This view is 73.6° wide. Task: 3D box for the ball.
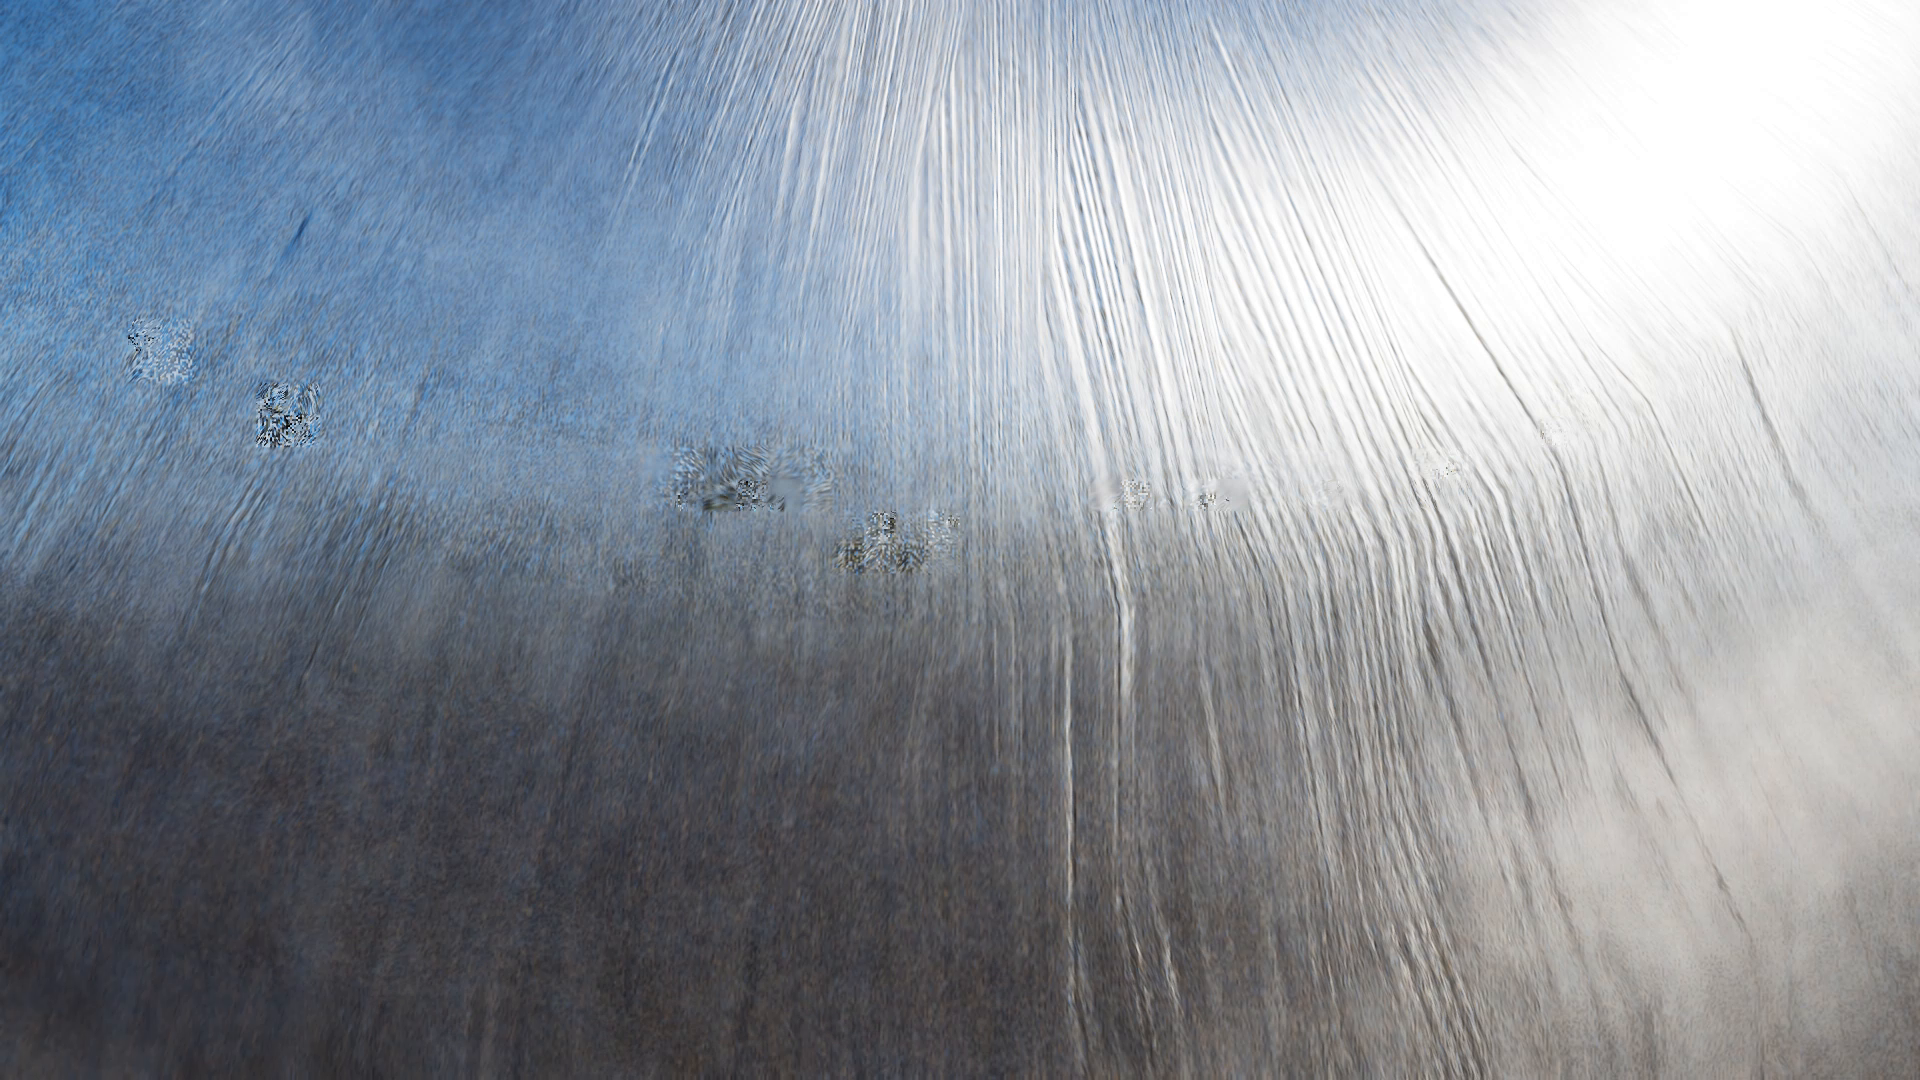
[{"bbox_3d":[0.000,-0.002,0.056,0.080,0.080,0.080,0,4,0],"label":"ball"}]
